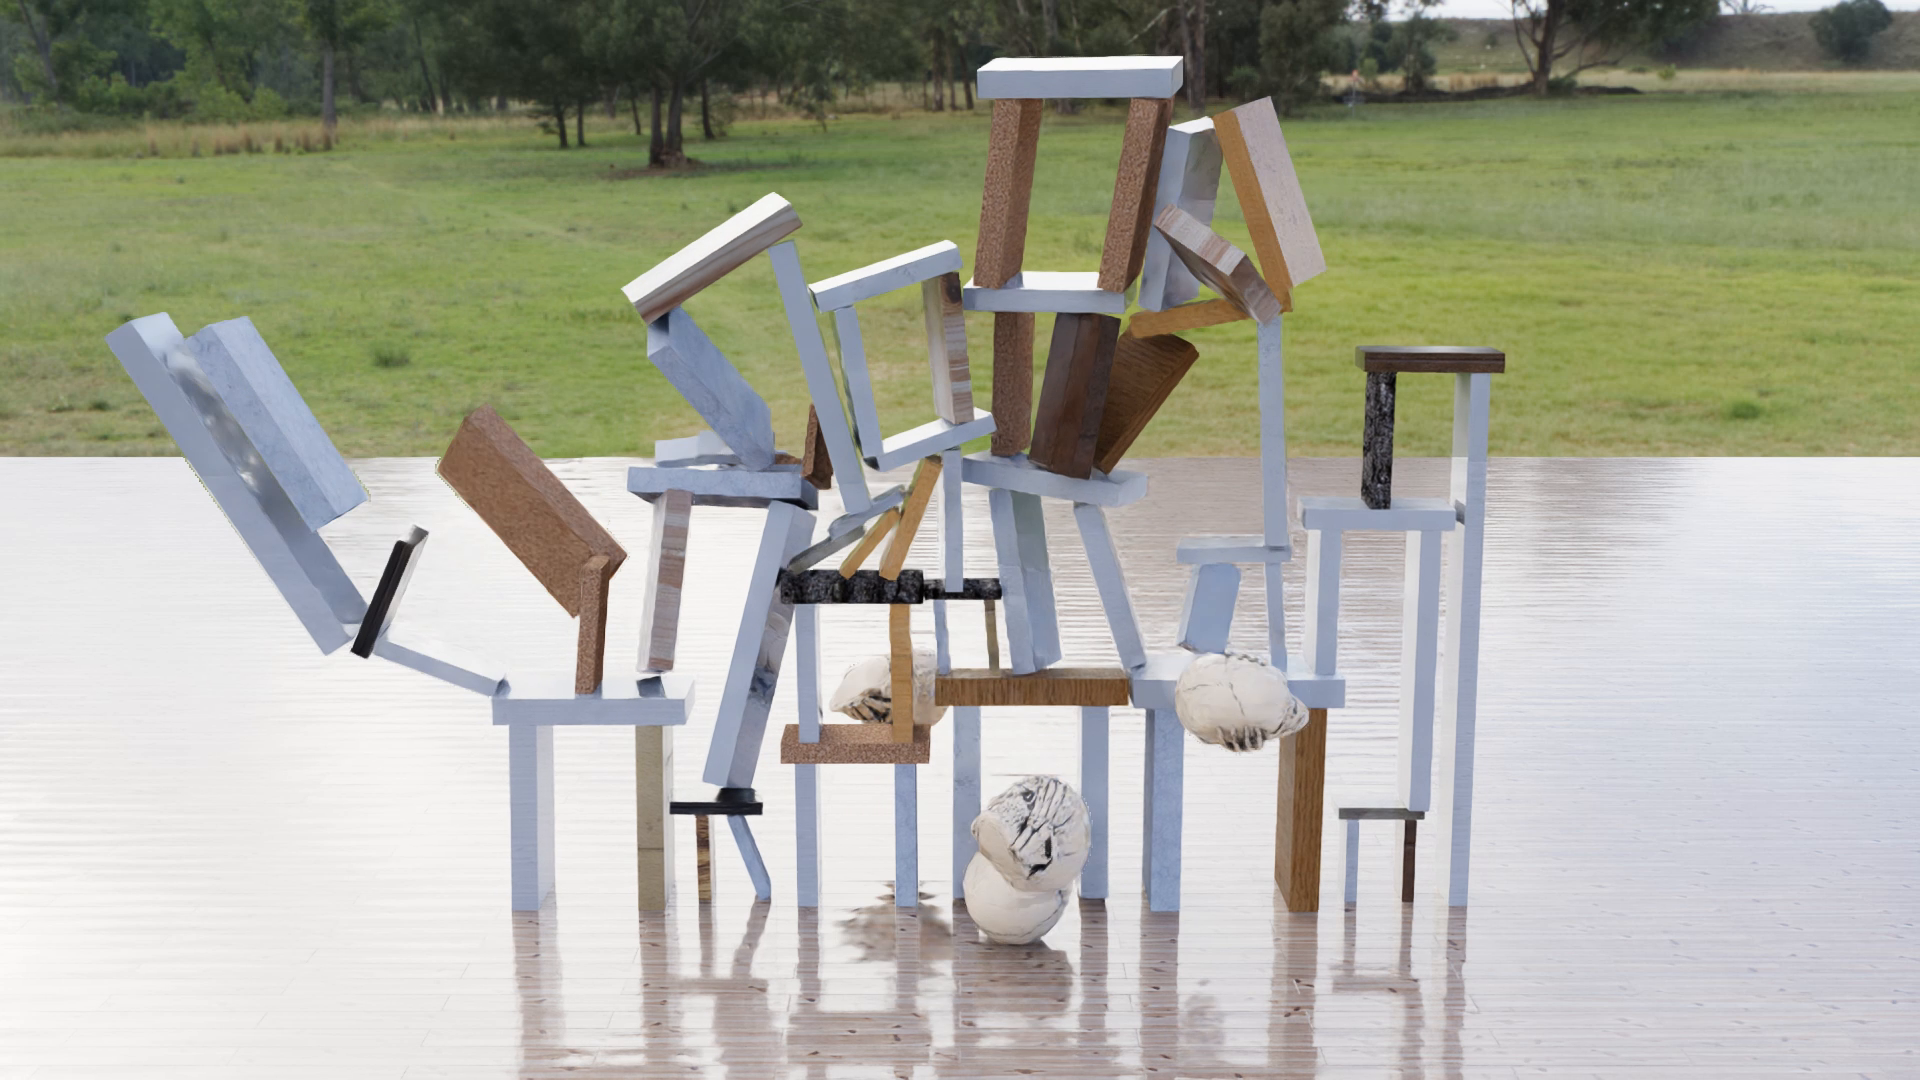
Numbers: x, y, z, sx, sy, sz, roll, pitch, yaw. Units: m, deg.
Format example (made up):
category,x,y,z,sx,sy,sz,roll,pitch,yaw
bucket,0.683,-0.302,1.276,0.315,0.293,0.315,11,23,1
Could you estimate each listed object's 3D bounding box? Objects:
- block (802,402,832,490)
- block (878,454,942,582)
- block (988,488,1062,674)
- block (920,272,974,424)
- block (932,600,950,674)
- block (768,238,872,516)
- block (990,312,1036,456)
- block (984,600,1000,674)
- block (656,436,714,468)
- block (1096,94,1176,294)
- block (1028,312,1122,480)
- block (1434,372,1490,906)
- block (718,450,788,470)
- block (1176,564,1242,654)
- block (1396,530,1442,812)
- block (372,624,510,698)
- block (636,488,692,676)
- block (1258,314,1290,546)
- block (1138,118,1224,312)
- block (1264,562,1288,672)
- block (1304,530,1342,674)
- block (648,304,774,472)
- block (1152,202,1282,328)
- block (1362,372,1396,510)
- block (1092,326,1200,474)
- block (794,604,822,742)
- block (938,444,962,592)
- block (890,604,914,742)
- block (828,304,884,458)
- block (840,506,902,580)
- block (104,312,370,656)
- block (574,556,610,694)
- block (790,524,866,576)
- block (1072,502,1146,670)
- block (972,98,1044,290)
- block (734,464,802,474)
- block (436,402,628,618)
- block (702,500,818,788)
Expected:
category,x,y,z,sx,sy,sz,roll,pitch,yaw
block,-0.230,-0.156,3.631,0.019,0.133,0.067,-5,-23,24
block,-0.081,-0.039,3.560,0.029,0.202,0.101,21,9,-7
block,0.110,0.061,3.677,0.040,0.307,0.140,-6,4,22
block,-0.021,-0.313,3.538,0.034,0.237,0.118,-9,13,-14
block,-0.030,0.155,3.647,0.018,0.126,0.063,-4,8,3
block,-0.224,-0.264,3.530,0.041,0.440,0.144,-16,10,0
block,0.090,-0.280,3.692,0.037,0.261,0.131,4,11,15
block,0.053,0.157,3.656,0.018,0.126,0.063,-5,3,1
block,-0.446,-0.148,3.694,0.128,0.018,0.064,-6,36,-3
block,0.277,-0.551,3.450,0.042,0.300,0.150,14,22,11
block,0.183,-0.238,3.537,0.037,0.261,0.130,6,10,-31
block,0.818,0.159,3.586,0.031,0.877,0.109,0,11,0
block,-0.357,-0.126,3.781,0.128,0.064,0.018,7,8,25
block,0.452,0.121,3.986,0.091,0.183,0.026,26,-25,-24
block,0.750,0.203,3.599,0.034,0.464,0.119,0,10,1
block,-0.847,0.197,3.600,0.207,0.029,0.104,21,10,-4
block,-0.489,0.071,3.626,0.042,0.293,0.147,8,-8,-15
block,0.505,-0.180,3.539,0.036,0.364,0.127,-1,9,10
block,0.352,-0.513,3.469,0.041,0.286,0.143,20,25,26
block,0.515,0.116,3.591,0.026,0.183,0.091,-3,10,8
block,0.590,0.090,3.585,0.034,0.238,0.119,0,10,0
block,-0.403,-0.254,3.560,0.041,0.289,0.144,-28,39,16
block,0.391,-0.412,3.315,0.143,0.041,0.286,38,4,21
block,0.672,-0.166,3.530,0.031,0.219,0.109,1,10,2
block,0.266,-0.238,3.619,0.127,0.254,0.036,31,-12,38
block,-0.247,0.205,3.596,0.032,0.229,0.114,-1,10,0
block,-0.015,-0.042,3.595,0.029,0.236,0.101,-2,15,-5
block,-0.095,0.205,3.598,0.032,0.229,0.114,-1,10,0
block,-0.166,-0.258,3.505,0.034,0.237,0.118,-13,14,-7
block,-0.145,0.001,3.563,0.019,0.134,0.067,39,8,-8
block,-1.150,-0.092,3.536,0.050,0.598,0.177,-32,10,3
block,-0.599,0.137,3.589,0.029,0.207,0.104,6,10,-1
block,-0.215,0.011,3.581,0.134,0.019,0.067,-30,10,2
block,0.248,0.062,3.639,0.040,0.279,0.140,-17,10,7
block,0.078,-0.564,3.510,0.042,0.300,0.150,12,22,13
block,-0.302,-0.112,3.664,0.133,0.019,0.067,1,-8,20
block,-0.731,-0.048,3.749,0.050,0.354,0.177,-40,-5,-42
block,-0.332,0.177,3.665,0.042,0.474,0.147,12,-5,13
